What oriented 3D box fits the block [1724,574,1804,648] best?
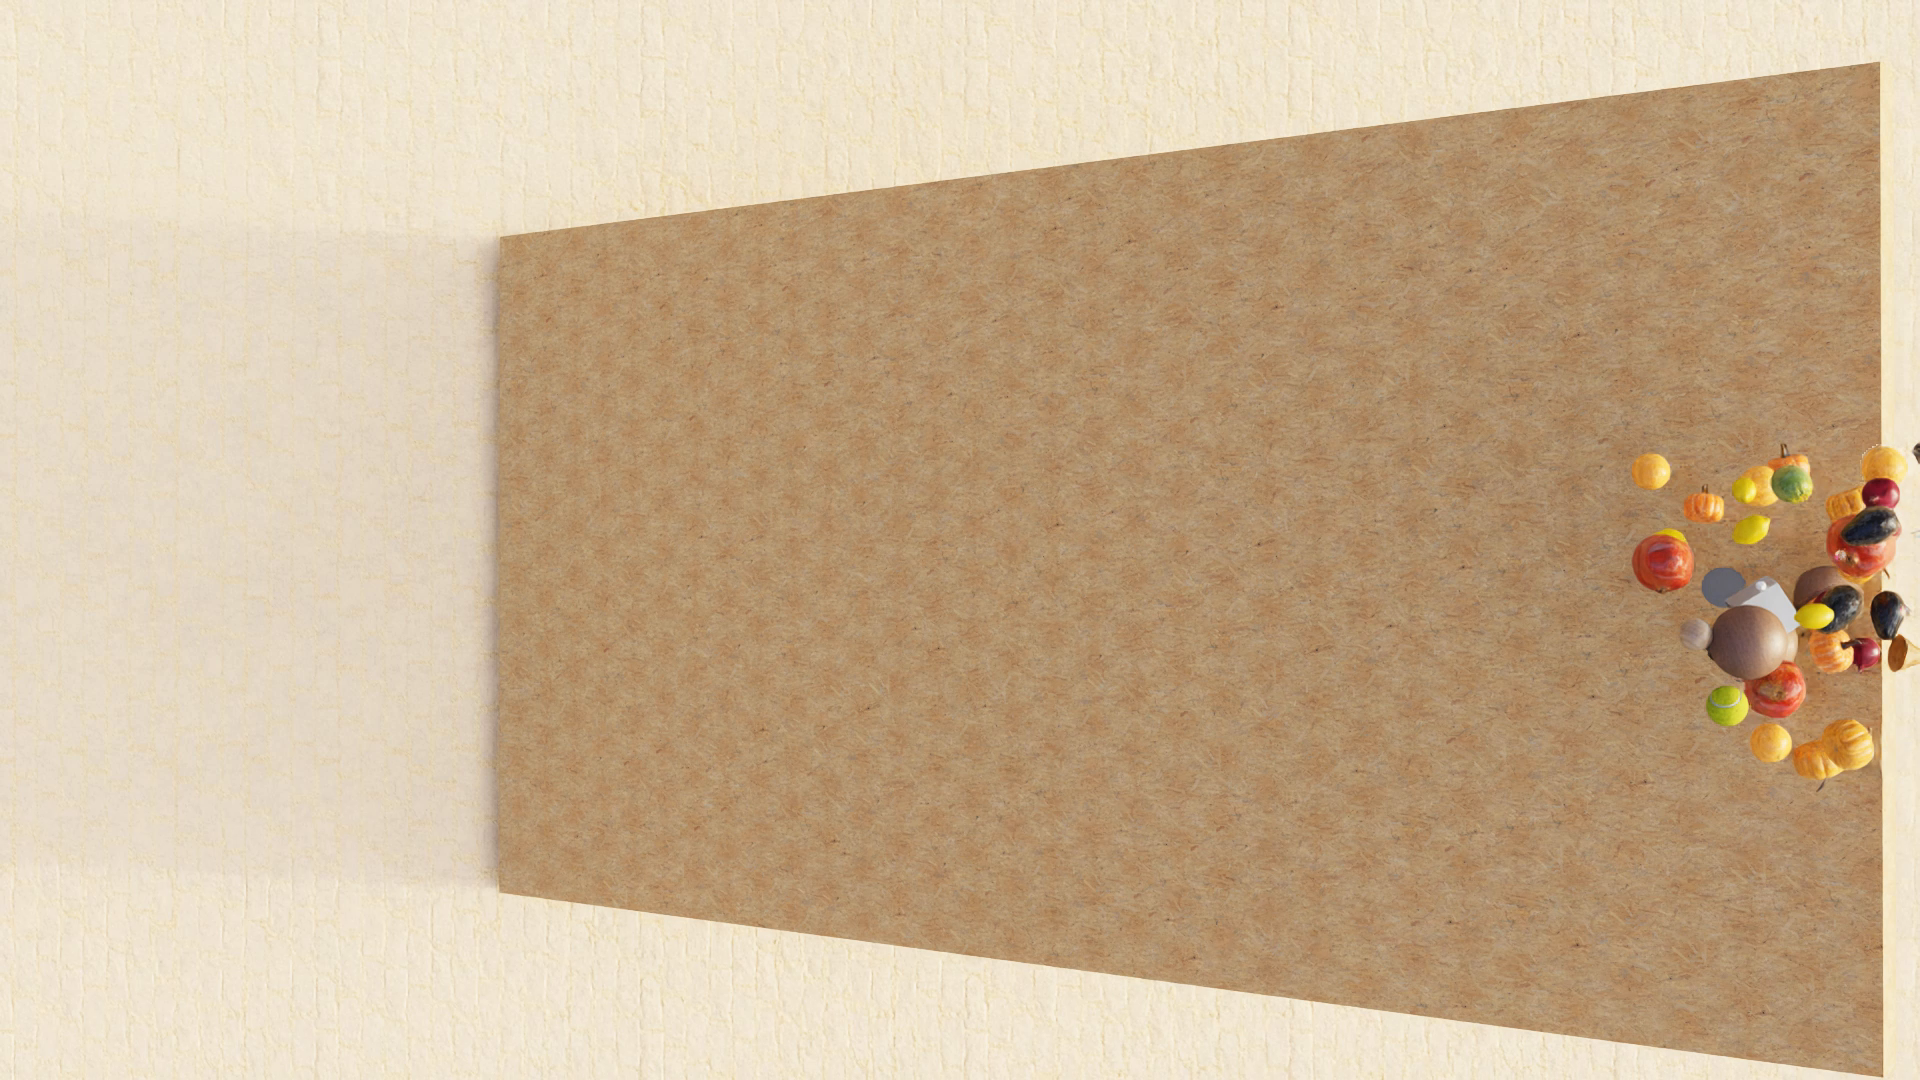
[{"bbox_3d":[1.484,0.132,4.059,0.090,0.090,0.090,-33,92,11],"label":"block"}]

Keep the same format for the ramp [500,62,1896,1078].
[{"bbox_3d":[0.235,0.066,5.555,4.000,0.100,2.000,0,89,36],"label":"ramp"}]

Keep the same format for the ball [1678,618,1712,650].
[{"bbox_3d":[1.273,0.164,3.808,0.056,0.056,0.056,0,90,0],"label":"ball"}]

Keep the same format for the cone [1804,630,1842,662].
[{"bbox_3d":[1.571,0.199,4.023,0.060,0.060,0.060,-16,90,35],"label":"cone"}]

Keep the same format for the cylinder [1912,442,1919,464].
[{"bbox_3d":[1.376,-0.113,3.080,0.057,0.057,0.057,-38,104,0],"label":"cylinder"}]

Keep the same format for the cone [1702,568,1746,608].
[{"bbox_3d":[1.509,0.106,4.356,0.083,0.083,0.083,-4,72,12],"label":"cone"}]

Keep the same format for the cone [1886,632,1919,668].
[{"bbox_3d":[1.775,0.216,4.087,0.069,0.069,0.069,23,90,-23],"label":"cone"}]
